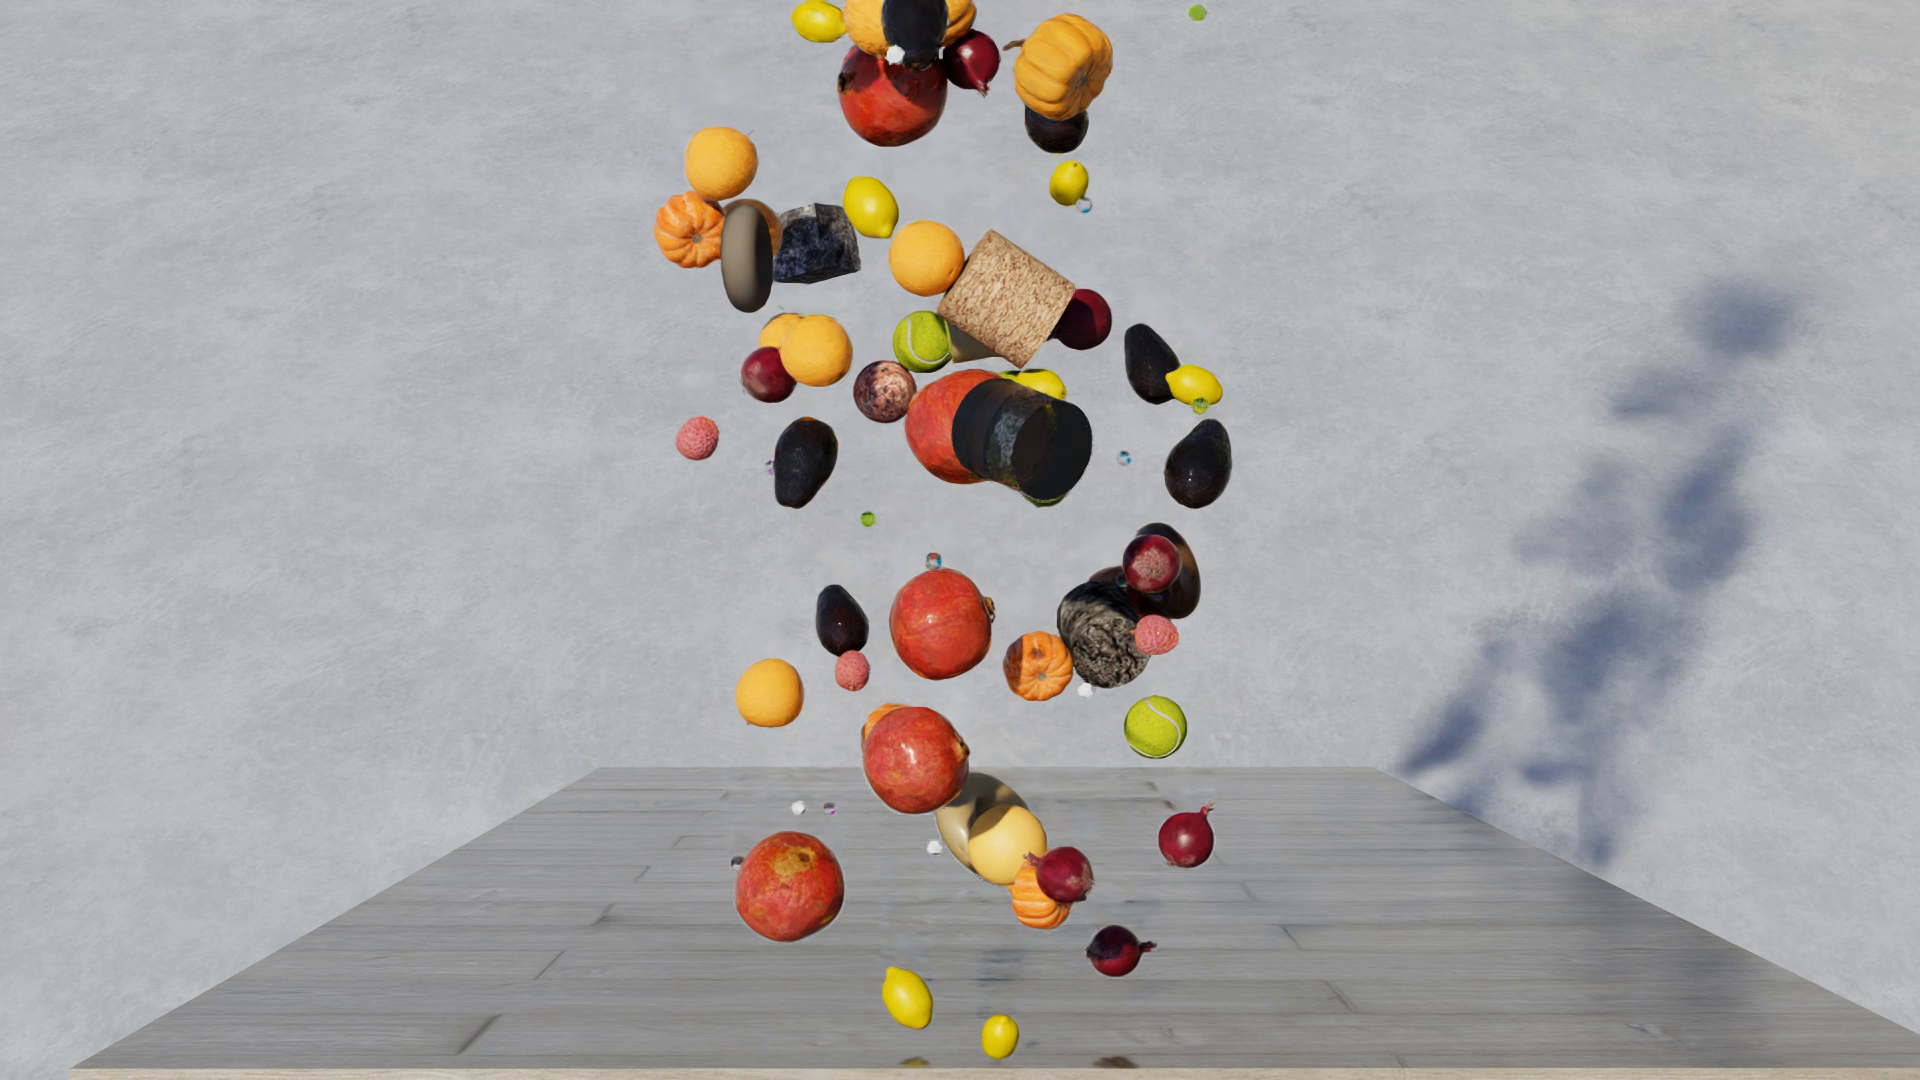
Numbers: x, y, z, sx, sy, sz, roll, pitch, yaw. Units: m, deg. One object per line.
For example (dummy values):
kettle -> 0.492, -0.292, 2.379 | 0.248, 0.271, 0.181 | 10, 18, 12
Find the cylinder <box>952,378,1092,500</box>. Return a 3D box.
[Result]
cylinder -> 0.056, -0.093, 2.359 | 0.092, 0.092, 0.092 | -21, 28, -30

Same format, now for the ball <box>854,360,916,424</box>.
ball -> -0.083, -0.164, 2.861 | 0.070, 0.070, 0.070 | 0, 31, 0

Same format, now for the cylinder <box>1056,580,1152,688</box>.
cylinder -> 0.158, 0.104, 2.853 | 0.087, 0.087, 0.087 | -5, 28, -9

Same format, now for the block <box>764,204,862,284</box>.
block -> -0.159, -0.318, 2.782 | 0.069, 0.069, 0.069 | -11, -3, 32

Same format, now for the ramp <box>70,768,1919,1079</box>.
ramp -> 0.070, 0.619, 4.701 | 2.000, 0.100, 4.000 | 0, -1, 0

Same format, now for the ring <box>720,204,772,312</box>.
ring -> -0.209, -0.276, 2.537 | 0.035, 0.106, 0.106 | -2, 31, 8

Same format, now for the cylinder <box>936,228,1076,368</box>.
cylinder -> 0.043, -0.227, 2.439 | 0.095, 0.095, 0.095 | 33, 32, -8

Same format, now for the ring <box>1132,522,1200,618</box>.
ring -> 0.234, 0.035, 2.951 | 0.038, 0.115, 0.115 | -20, 36, -22

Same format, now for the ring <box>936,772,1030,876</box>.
ring -> 0.034, 0.344, 3.110 | 0.148, 0.049, 0.148 | 30, 34, -23

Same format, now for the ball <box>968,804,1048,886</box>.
ball -> 0.052, 0.337, 2.868 | 0.089, 0.089, 0.089 | 0, 31, 0
